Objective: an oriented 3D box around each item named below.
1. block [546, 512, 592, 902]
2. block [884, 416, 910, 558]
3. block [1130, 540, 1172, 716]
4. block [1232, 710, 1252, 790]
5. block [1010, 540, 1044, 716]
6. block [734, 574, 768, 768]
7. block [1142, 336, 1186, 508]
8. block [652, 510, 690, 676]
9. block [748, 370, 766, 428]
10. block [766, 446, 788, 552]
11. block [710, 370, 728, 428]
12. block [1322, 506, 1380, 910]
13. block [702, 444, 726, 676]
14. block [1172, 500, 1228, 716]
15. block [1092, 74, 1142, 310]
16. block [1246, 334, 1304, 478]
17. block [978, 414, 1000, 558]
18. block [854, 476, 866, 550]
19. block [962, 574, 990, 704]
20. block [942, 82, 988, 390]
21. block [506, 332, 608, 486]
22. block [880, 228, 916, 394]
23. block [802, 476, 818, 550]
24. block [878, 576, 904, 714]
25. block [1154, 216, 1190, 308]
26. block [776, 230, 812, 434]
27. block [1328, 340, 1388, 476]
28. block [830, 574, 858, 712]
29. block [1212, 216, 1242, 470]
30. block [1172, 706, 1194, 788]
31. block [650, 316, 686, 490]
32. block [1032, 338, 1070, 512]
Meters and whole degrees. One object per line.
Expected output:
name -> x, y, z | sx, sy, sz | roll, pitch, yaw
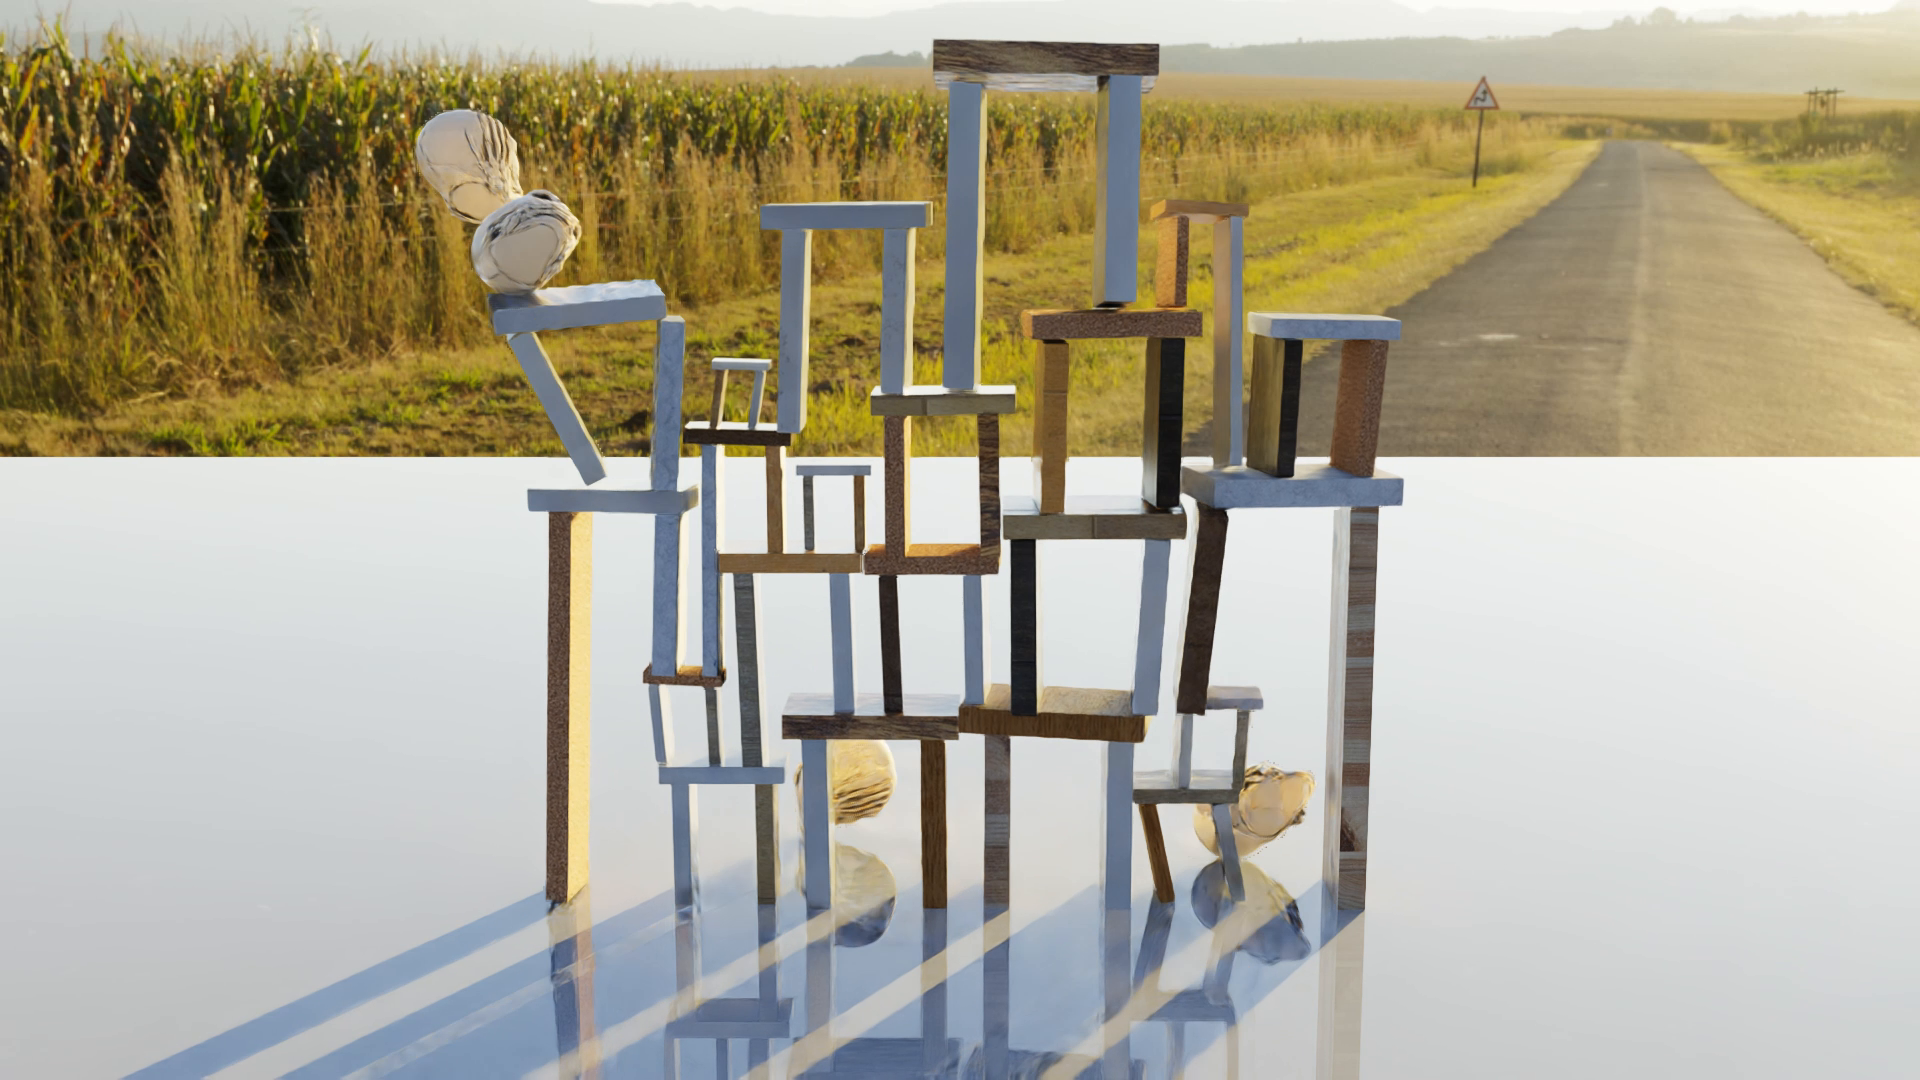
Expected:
block -> -0.646, 0.266, 3.635 | 0.037, 0.642, 0.131 | 2, 7, 6
block -> -0.100, -0.095, 3.524 | 0.032, 0.227, 0.113 | 1, 11, 3
block -> 0.305, 0.124, 3.527 | 0.040, 0.285, 0.143 | 4, 13, 2
block -> 0.460, 0.331, 3.587 | 0.019, 0.134, 0.067 | 5, 15, 10
block -> 0.108, 0.124, 3.526 | 0.040, 0.285, 0.143 | 1, 13, 6
block -> -0.342, 0.201, 3.599 | 0.033, 0.321, 0.115 | -2, 11, 0
block -> 0.319, -0.191, 3.464 | 0.037, 0.264, 0.132 | 0, 9, -5
block -> -0.470, 0.078, 3.573 | 0.037, 0.261, 0.131 | 3, 11, 0
block -> -0.325, -0.227, 3.517 | 0.013, 0.092, 0.046 | 9, 11, -1
block -> -0.296, -0.073, 3.544 | 0.024, 0.171, 0.085 | 0, 11, 0
block -> -0.386, -0.229, 3.518 | 0.013, 0.092, 0.046 | 9, 11, 0
block -> 0.639, 0.261, 3.609 | 0.045, 0.668, 0.158 | 0, 11, 0
block -> -0.399, 0.028, 3.566 | 0.024, 0.378, 0.086 | 2, 10, 3
block -> 0.380, 0.102, 3.483 | 0.045, 0.316, 0.158 | 6, 13, 2
block -> 0.244, -0.537, 3.427 | 0.049, 0.343, 0.171 | 1, 2, -3
block -> 0.496, -0.214, 3.474 | 0.030, 0.215, 0.108 | -2, 12, -19
block -> 0.046, -0.095, 3.514 | 0.032, 0.227, 0.113 | -1, 11, 0
block -> -0.161, -0.049, 3.552 | 0.017, 0.121, 0.060 | 0, 11, 0
block -> 0.028, 0.150, 3.575 | 0.030, 0.214, 0.107 | 0, 12, 7
block -> 0.009, -0.477, 3.463 | 0.049, 0.466, 0.171 | 2, 8, 4
block -> -0.649, -0.225, 3.534 | 0.038, 0.266, 0.133 | -27, 21, -5
block -> -0.098, -0.366, 3.478 | 0.036, 0.257, 0.128 | 3, 11, 5
block -> -0.242, -0.049, 3.552 | 0.017, 0.121, 0.060 | -1, 11, 0
block -> -0.111, 0.157, 3.584 | 0.030, 0.229, 0.107 | -2, 11, 0
block -> 0.333, -0.436, 3.456 | 0.020, 0.139, 0.070 | 1, 3, -22
block -> -0.263, -0.336, 3.495 | 0.036, 0.317, 0.128 | 2, 11, 0
block -> 0.636, -0.217, 3.510 | 0.030, 0.215, 0.108 | 2, 10, -14
block -> -0.189, 0.155, 3.591 | 0.033, 0.230, 0.115 | -1, 11, 1
block -> 0.424, -0.311, 3.485 | 0.020, 0.393, 0.070 | 1, -2, -16
block -> 0.363, 0.330, 3.591 | 0.019, 0.134, 0.067 | 1, 14, -5
block -> -0.468, -0.221, 3.513 | 0.038, 0.266, 0.133 | 2, 9, -11
block -> 0.142, -0.185, 3.459 | 0.037, 0.264, 0.132 | 0, 12, -4
